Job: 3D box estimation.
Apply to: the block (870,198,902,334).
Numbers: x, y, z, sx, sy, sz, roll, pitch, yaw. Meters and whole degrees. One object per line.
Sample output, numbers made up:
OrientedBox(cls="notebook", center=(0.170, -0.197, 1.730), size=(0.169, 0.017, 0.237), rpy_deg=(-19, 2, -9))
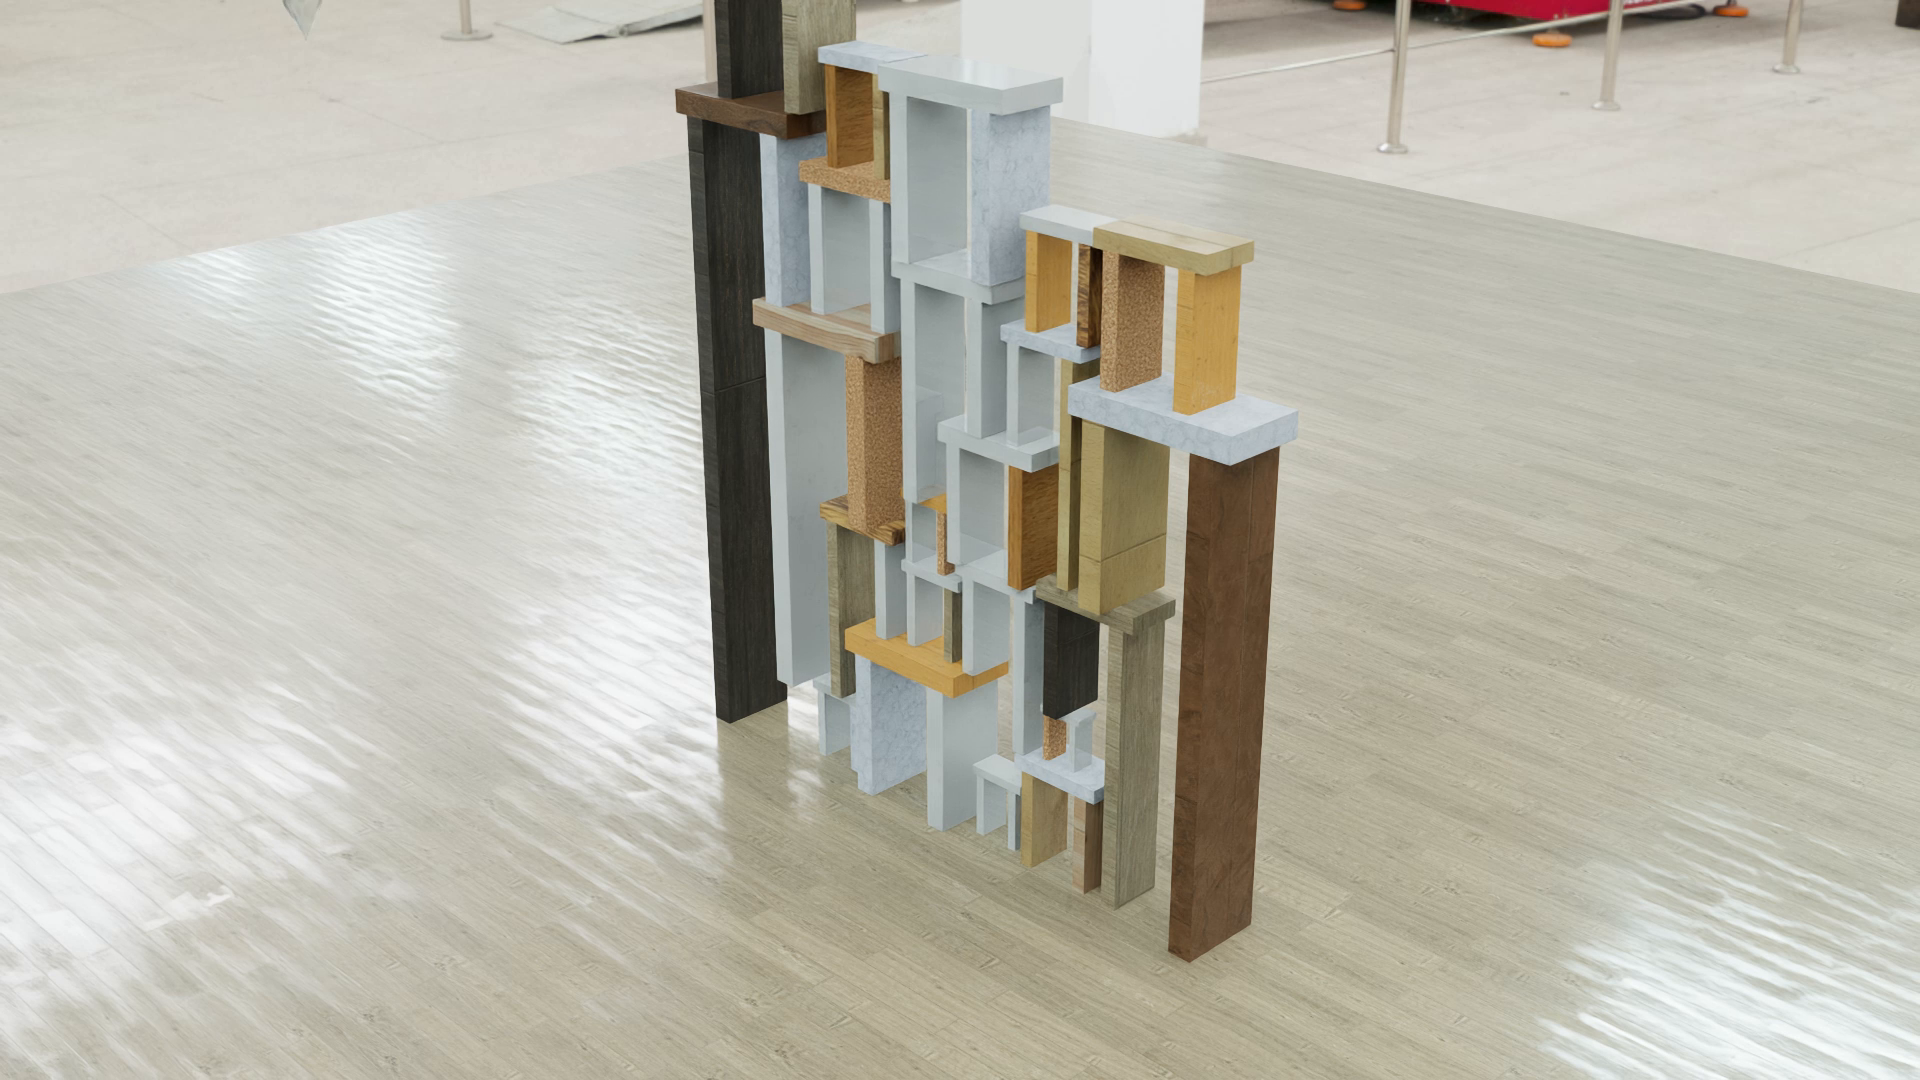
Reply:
OrientedBox(cls="block", center=(-0.109, -0.524, 4.122), size=(0.036, 0.254, 0.127), rpy_deg=(21, 31, 40))

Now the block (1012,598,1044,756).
OrientedBox(cls="block", center=(0.146, 0.245, 4.174), size=(0.029, 0.324, 0.101), rpy_deg=(21, 31, 41))

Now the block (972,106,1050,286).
OrientedBox(cls="block", center=(0.089, -0.612, 3.859), size=(0.153, 0.306, 0.043), rpy_deg=(-21, 31, -40))

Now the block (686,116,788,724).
OrientedBox(cls="block", center=(-0.461, -0.239, 4.622), size=(0.047, 1.330, 0.167), rpy_deg=(21, 31, 41))

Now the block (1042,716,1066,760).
OrientedBox(cls="block", center=(0.180, 0.366, 4.178), size=(0.014, 0.099, 0.050), rpy_deg=(21, 31, 41))

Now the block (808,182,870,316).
OrientedBox(cls="block", center=(-0.230, -0.571, 4.232), size=(0.036, 0.254, 0.127), rpy_deg=(21, 31, 40))

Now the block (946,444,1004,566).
OrientedBox(cls="block", center=(0.030, -0.081, 4.150), size=(0.120, 0.239, 0.034), rpy_deg=(-21, 31, -40))

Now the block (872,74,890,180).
OrientedBox(cls="block", center=(-0.114, -0.762, 4.021), size=(0.027, 0.192, 0.096), rpy_deg=(21, 31, 41))

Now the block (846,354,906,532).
OrientedBox(cls="block", center=(-0.138, -0.209, 4.282), size=(0.050, 0.352, 0.176), rpy_deg=(21, 31, 41))

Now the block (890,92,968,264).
OrientedBox(cls="block", center=(-0.056, -0.668, 3.992), size=(0.043, 0.306, 0.153), rpy_deg=(21, 31, 40))

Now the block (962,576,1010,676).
OrientedBox(cls="block", center=(0.051, 0.152, 4.239), size=(0.029, 0.202, 0.101), rpy_deg=(21, 31, 41))

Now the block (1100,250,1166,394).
OrientedBox(cls="block", center=(0.294, -0.384, 3.744), size=(0.122, 0.244, 0.035), rpy_deg=(-21, 31, -41))

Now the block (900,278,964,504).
OrientedBox(cls="block", center=(-0.050, -0.292, 4.148), size=(0.129, 0.435, 0.037), rpy_deg=(-21, 31, -40))

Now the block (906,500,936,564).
OrientedBox(cls="block", center=(-0.076, -0.027, 4.295), size=(0.019, 0.131, 0.066), rpy_deg=(21, 31, 41))

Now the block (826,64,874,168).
OrientedBox(cls="block", center=(-0.205, -0.798, 4.105), size=(0.027, 0.192, 0.096), rpy_deg=(21, 31, 41))

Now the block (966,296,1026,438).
OrientedBox(cls="block", center=(0.071, -0.325, 4.000), size=(0.129, 0.258, 0.037), rpy_deg=(-21, 31, -40))

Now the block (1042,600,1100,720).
OrientedBox(cls="block", center=(0.208, 0.206, 4.091), size=(0.117, 0.234, 0.033), rpy_deg=(-21, 31, -41))

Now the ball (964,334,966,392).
OrientedBox(cls="ball", center=(0.069, -0.546, 6.783), size=(0.206, 0.206, 0.206), rpy_deg=(0, 23, 0))

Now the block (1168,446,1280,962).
OrientedBox(cls="block", center=(0.459, 0.285, 3.849), size=(0.050, 0.969, 0.178), rpy_deg=(21, 31, 41))

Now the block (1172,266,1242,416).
OrientedBox(cls="block", center=(0.409, -0.339, 3.638), size=(0.122, 0.244, 0.035), rpy_deg=(-21, 31, -41))

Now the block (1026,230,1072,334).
OrientedBox(cls="block", center=(0.156, -0.462, 3.863), size=(0.026, 0.182, 0.091), rpy_deg=(21, 31, 40))

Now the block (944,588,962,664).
OrientedBox(cls="block", center=(0.004, 0.156, 4.289), size=(0.022, 0.156, 0.078), rpy_deg=(21, 31, 41))

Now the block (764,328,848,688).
OrientedBox(cls="block", center=(-0.305, -0.079, 4.517), size=(0.050, 0.773, 0.176), rpy_deg=(21, 31, 40))

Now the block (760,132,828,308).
OrientedBox(cls="block", center=(-0.304, -0.636, 4.281), size=(0.047, 0.335, 0.167), rpy_deg=(21, 31, 41))

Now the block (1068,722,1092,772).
OrientedBox(cls="block", center=(0.227, 0.384, 4.135), size=(0.014, 0.099, 0.050), rpy_deg=(21, 31, 41))

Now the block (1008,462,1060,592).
OrientedBox(cls="block", center=(0.142, -0.038, 4.046), size=(0.120, 0.239, 0.034), rpy_deg=(-21, 31, -40))

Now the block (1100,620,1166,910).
OrientedBox(cls="block", center=(0.318, 0.408, 4.057), size=(0.033, 0.579, 0.117), rpy_deg=(21, 31, 41))

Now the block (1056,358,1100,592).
OrientedBox(cls="block", center=(0.219, -0.124, 3.928), size=(0.095, 0.436, 0.027), rpy_deg=(-21, 31, -41))

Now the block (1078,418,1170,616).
OrientedBox(cls="block", center=(0.291, -0.063, 3.884), size=(0.178, 0.356, 0.050), rpy_deg=(-21, 31, -41))

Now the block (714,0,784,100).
OrientedBox(cls="block", center=(-0.402, -1.009, 4.235), size=(0.147, 0.294, 0.042), rpy_deg=(-21, 31, -40))

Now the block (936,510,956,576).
OrientedBox(cls="block", center=(-0.014, -0.002, 4.238), size=(0.019, 0.131, 0.066), rpy_deg=(21, 31, 41))

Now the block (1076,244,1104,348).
OrientedBox(cls="block", center=(0.242, -0.429, 3.785), size=(0.026, 0.182, 0.091), rpy_deg=(21, 31, 40))

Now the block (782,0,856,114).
OrientedBox(cls="block", center=(-0.262, -0.955, 4.108), size=(0.042, 0.294, 0.147), rpy_deg=(22, 31, 40))

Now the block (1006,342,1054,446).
OrientedBox(cls="block", center=(0.127, -0.272, 3.962), size=(0.027, 0.191, 0.095), rpy_deg=(21, 31, 41))
